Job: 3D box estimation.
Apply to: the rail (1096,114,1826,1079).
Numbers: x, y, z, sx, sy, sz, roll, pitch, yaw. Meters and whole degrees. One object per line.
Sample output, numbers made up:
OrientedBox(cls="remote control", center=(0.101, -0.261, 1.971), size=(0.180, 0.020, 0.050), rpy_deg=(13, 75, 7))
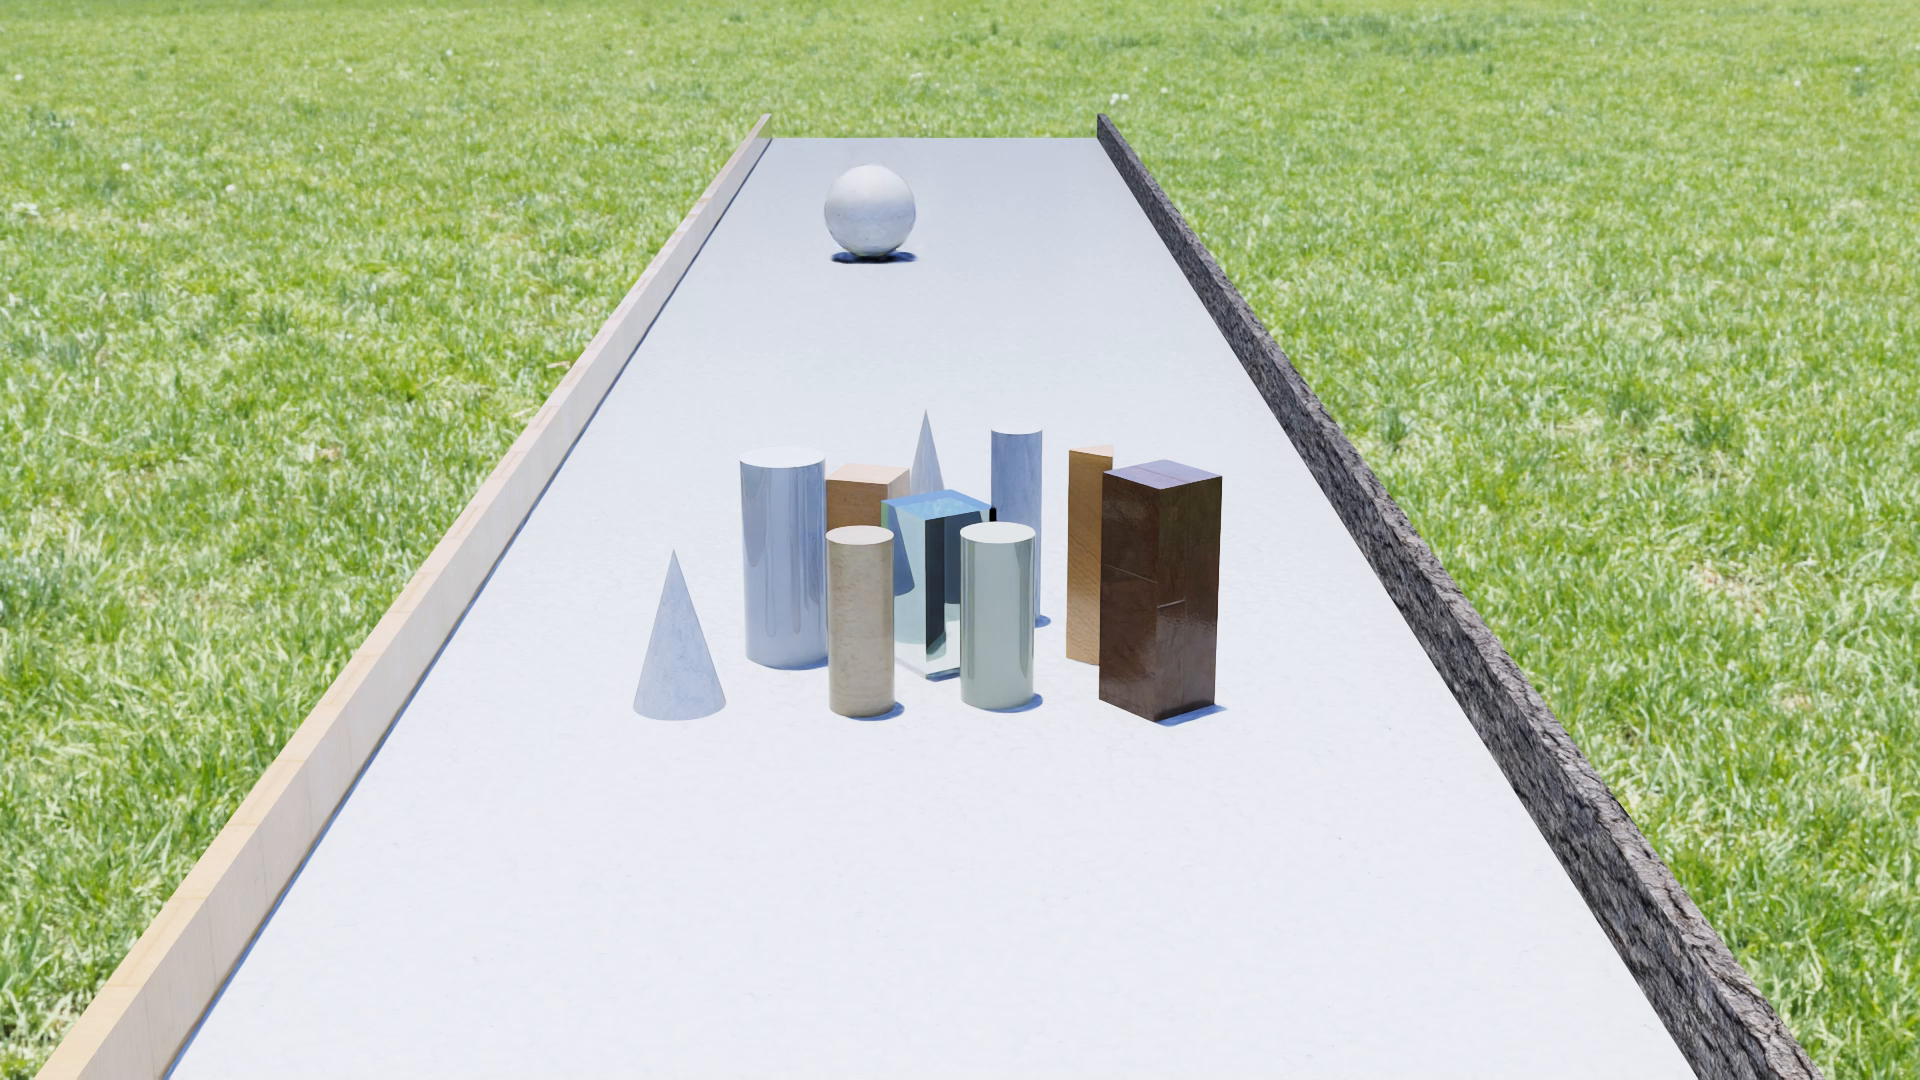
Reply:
OrientedBox(cls="rail", center=(0.932, -0.844, 7.801), size=(0.050, 0.150, 12.000), rpy_deg=(0, 17, -1))

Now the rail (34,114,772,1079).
OrientedBox(cls="rail", center=(-1.118, -0.838, 7.780), size=(0.050, 0.150, 12.000), rpy_deg=(0, 17, -1))

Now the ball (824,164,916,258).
OrientedBox(cls="ball", center=(-0.374, -1.370, 9.162), size=(0.384, 0.384, 0.384), rpy_deg=(0, 17, 0))

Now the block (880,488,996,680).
OrientedBox(cls="block", center=(-0.042, 0.085, 4.372), size=(0.165, 0.325, 0.165), rpy_deg=(-10, 19, -31))

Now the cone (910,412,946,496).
OrientedBox(cls="cone", center=(-0.075, -0.105, 4.898), size=(0.179, 0.389, 0.179), rpy_deg=(0, 17, 0))

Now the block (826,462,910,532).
OrientedBox(cls="block", center=(-0.192, 0.015, 4.612), size=(0.138, 0.321, 0.138), rpy_deg=(5, 17, 17))

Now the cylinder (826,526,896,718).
OrientedBox(cls="cylinder", center=(-0.186, 0.153, 4.121), size=(0.126, 0.338, 0.126), rpy_deg=(0, 17, 0))

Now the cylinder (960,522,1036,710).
OrientedBox(cls="cylinder", center=(0.071, 0.143, 4.169), size=(0.142, 0.328, 0.142), rpy_deg=(0, 17, 0))

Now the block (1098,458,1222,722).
OrientedBox(cls="block", center=(0.374, 0.093, 4.126), size=(0.156, 0.449, 0.156), rpy_deg=(-12, 21, -36))

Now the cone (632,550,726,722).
OrientedBox(cls="cone", center=(-0.533, 0.163, 4.133), size=(0.177, 0.311, 0.177), rpy_deg=(0, 17, 0))

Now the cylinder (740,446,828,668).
OrientedBox(cls="cylinder", center=(-0.350, 0.032, 4.399), size=(0.170, 0.410, 0.170), rpy_deg=(0, 17, 0))

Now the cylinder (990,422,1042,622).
OrientedBox(cls="cylinder", center=(0.118, -0.034, 4.615), size=(0.107, 0.414, 0.107), rpy_deg=(0, 17, 0))

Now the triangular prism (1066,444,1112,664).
OrientedBox(cls="triangular prism", center=(0.277, 0.028, 4.376), size=(0.098, 0.432, 0.085), rpy_deg=(11, 20, 33))
